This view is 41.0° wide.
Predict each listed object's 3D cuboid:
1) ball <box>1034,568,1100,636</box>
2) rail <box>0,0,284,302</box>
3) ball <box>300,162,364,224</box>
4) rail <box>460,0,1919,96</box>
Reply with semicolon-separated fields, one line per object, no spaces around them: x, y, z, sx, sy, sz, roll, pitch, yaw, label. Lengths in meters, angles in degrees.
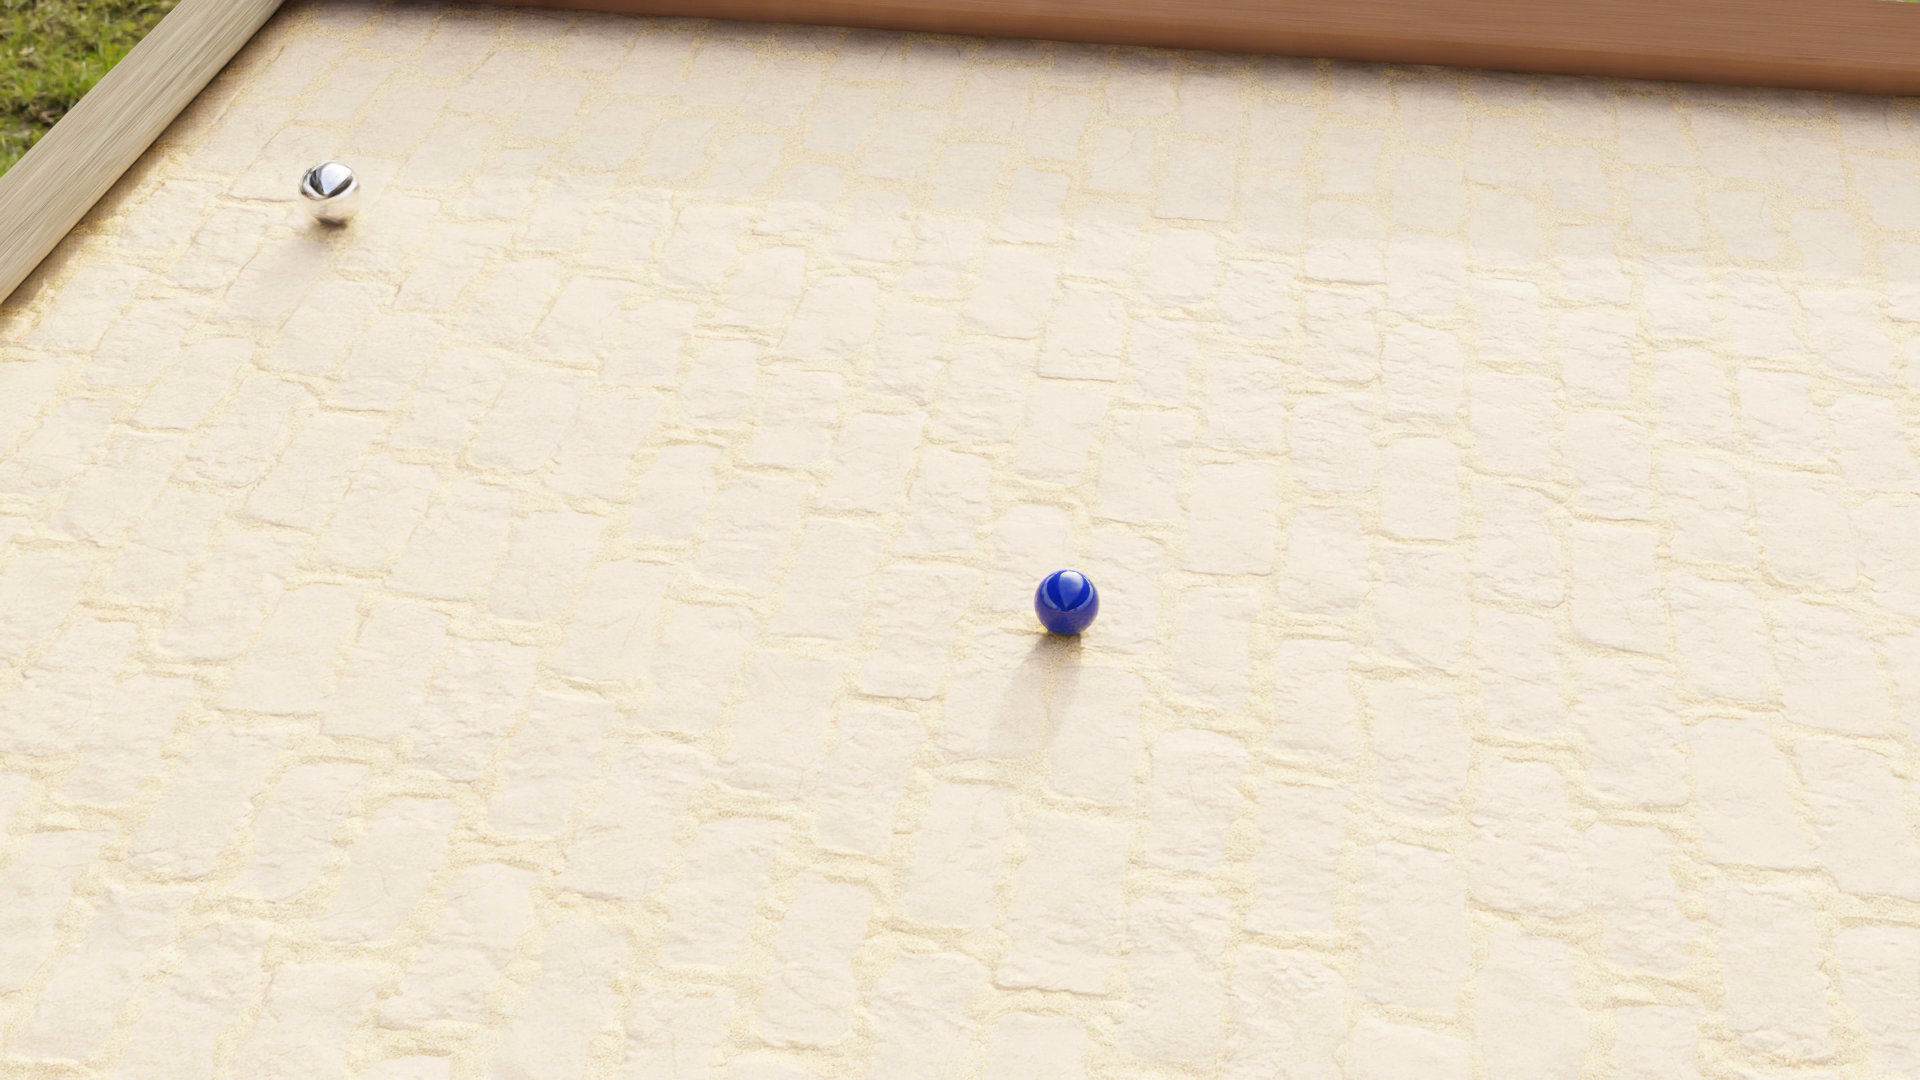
0.076;0.044;1.824;0.048;0.048;0.048;0;35;0;ball
-0.851;-0.093;1.977;0.045;0.097;1.920;5;35;7;rail
-0.571;-0.315;2.332;0.057;0.057;0.057;0;35;0;ball
1.021;-0.465;2.511;3.542;0.097;0.045;5;35;7;rail
